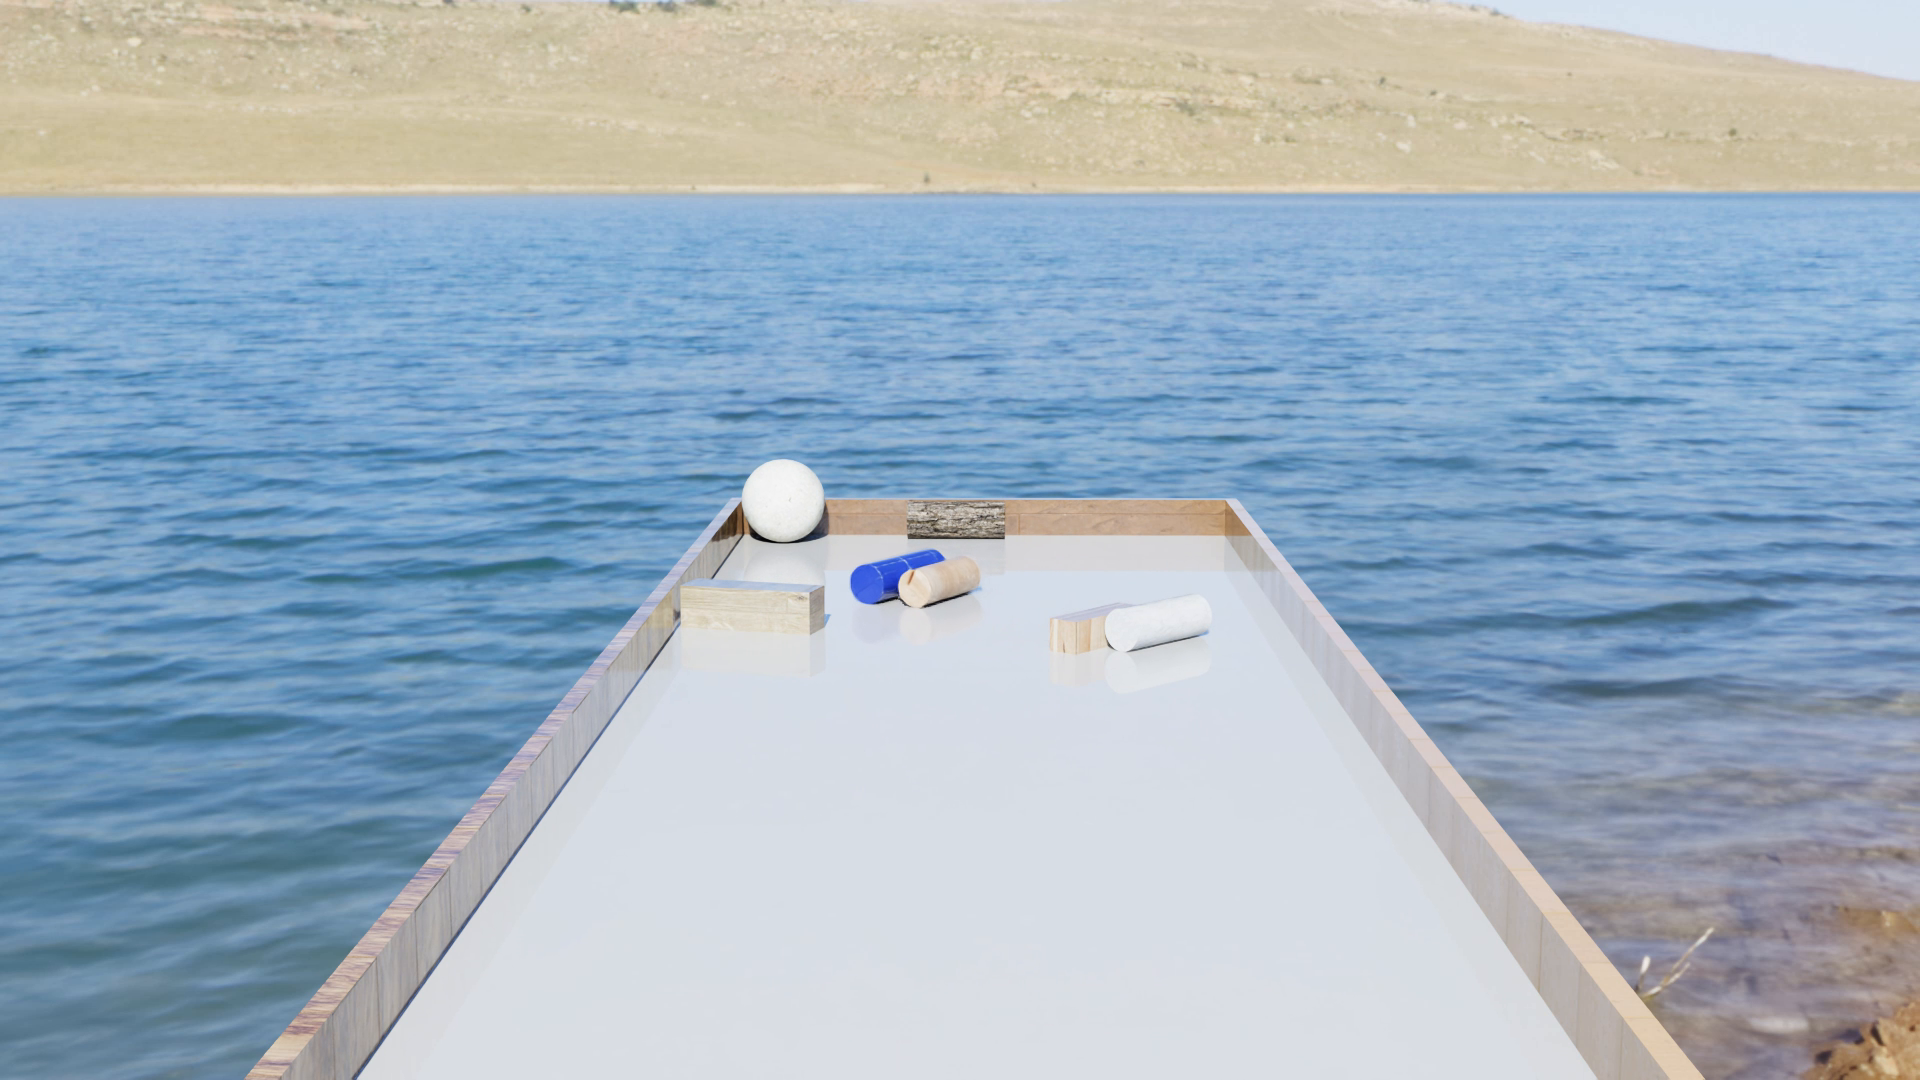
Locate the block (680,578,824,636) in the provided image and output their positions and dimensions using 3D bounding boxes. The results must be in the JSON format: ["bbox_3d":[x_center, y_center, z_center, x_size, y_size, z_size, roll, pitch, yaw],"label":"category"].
[{"bbox_3d":[-0.678,0.217,7.193,0.450,0.139,0.139,3,9,17],"label":"block"}]

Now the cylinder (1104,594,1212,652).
[{"bbox_3d":[0.628,0.259,6.943,0.135,0.135,0.366,9,13,44],"label":"cylinder"}]

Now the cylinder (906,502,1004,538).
[{"bbox_3d":[-0.016,-0.083,9.043,0.399,0.154,0.154,0,9,1],"label":"cylinder"}]

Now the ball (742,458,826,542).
[{"bbox_3d":[-0.718,-0.160,8.936,0.339,0.339,0.339,0,9,0],"label":"ball"}]

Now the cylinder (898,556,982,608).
[{"bbox_3d":[-0.069,0.144,7.680,0.132,0.132,0.342,5,10,30],"label":"cylinder"}]

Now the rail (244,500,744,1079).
[{"bbox_3d":[-1.004,0.839,3.234,0.050,0.150,12.000,0,9,1],"label":"rail"}]

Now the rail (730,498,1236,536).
[{"bbox_3d":[0.099,-0.098,9.147,2.100,0.150,0.050,0,9,1],"label":"rail"}]

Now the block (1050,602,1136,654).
[{"bbox_3d":[0.434,0.277,6.931,0.103,0.103,0.353,8,12,41],"label":"block"}]

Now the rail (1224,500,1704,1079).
[{"bbox_3d":[1.046,0.843,3.208,0.050,0.150,12.000,0,9,1],"label":"rail"}]

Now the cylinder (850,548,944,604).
[{"bbox_3d":[-0.213,0.127,7.764,0.139,0.139,0.407,6,11,32],"label":"cylinder"}]
